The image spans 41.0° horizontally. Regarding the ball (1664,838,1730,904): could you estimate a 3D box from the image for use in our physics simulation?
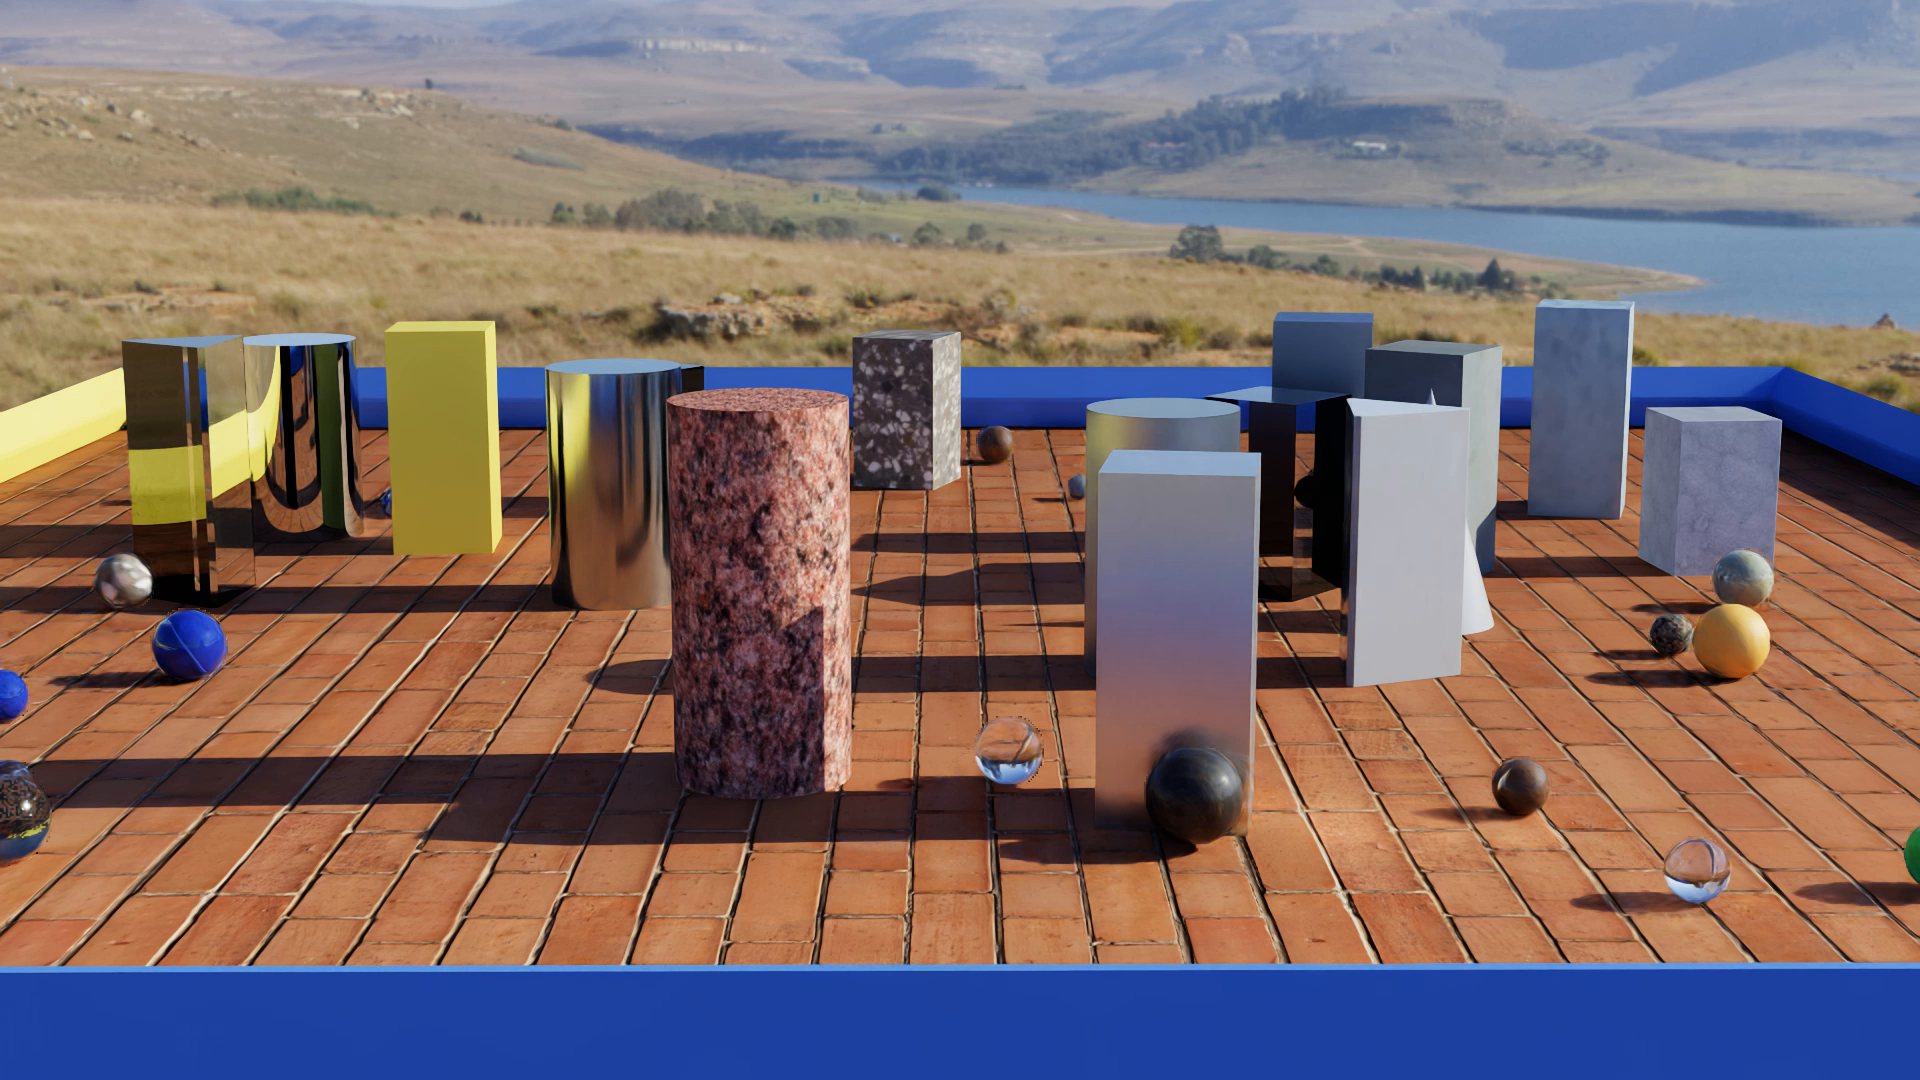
[{"bbox_3d":[0.645,0.289,2.243,0.056,0.056,0.056,0,11,0],"label":"ball"}]

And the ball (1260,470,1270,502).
[{"bbox_3d":[0.507,-0.089,4.272,0.053,0.053,0.053,0,11,0],"label":"ball"}]

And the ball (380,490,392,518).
[{"bbox_3d":[-0.907,-0.058,4.121,0.046,0.046,0.046,0,11,0],"label":"ball"}]

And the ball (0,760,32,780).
[{"bbox_3d":[-0.941,0.240,2.534,0.046,0.046,0.046,0,11,0],"label":"ball"}]

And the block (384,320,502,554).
[{"bbox_3d":[-0.776,-0.156,3.867,0.146,0.333,0.146,-1,11,-4],"label":"block"}]

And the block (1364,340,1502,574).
[{"bbox_3d":[0.671,-0.113,3.659,0.146,0.325,0.146,7,13,32],"label":"block"}]

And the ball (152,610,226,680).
[{"bbox_3d":[-0.915,0.125,3.045,0.084,0.084,0.084,0,11,0],"label":"ball"}]

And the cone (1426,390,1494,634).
[{"bbox_3d":[0.609,-0.045,3.344,0.182,0.307,0.182,0,11,0],"label":"cone"}]

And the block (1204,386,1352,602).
[{"bbox_3d":[0.439,-0.067,3.562,0.146,0.270,0.146,8,13,38],"label":"block"}]

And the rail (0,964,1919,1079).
[{"bbox_3d":[0.010,0.344,1.777,3.334,0.118,0.045,0,11,0],"label":"rail"}]

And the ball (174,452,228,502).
[{"bbox_3d":[-1.261,-0.104,4.265,0.085,0.085,0.085,0,11,0],"label":"ball"}]

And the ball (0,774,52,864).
[{"bbox_3d":[-0.877,0.255,2.352,0.083,0.083,0.083,0,11,0],"label":"ball"}]

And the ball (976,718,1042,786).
[{"bbox_3d":[0.050,0.215,2.607,0.069,0.069,0.069,0,11,0],"label":"ball"}]

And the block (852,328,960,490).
[{"bbox_3d":[-0.091,-0.229,4.459,0.146,0.258,0.146,4,11,18],"label":"block"}]

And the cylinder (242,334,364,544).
[{"bbox_3d":[-1.021,-0.160,3.970,0.182,0.302,0.182,0,11,0],"label":"cylinder"}]

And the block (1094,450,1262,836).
[{"bbox_3d":[0.212,0.096,2.487,0.146,0.346,0.146,2,11,8],"label":"block"}]

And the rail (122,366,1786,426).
[{"bbox_3d":[-0.010,-0.283,5.123,3.334,0.118,0.045,0,11,0],"label":"rail"}]

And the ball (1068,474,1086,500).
[{"bbox_3d":[0.201,-0.089,4.300,0.042,0.042,0.042,0,11,0],"label":"ball"}]

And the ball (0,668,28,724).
[{"bbox_3d":[-1.066,0.174,2.847,0.061,0.061,0.061,0,11,0],"label":"ball"}]

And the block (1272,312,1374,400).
[{"bbox_3d":[0.551,-0.169,3.909,0.146,0.342,0.146,2,11,9],"label":"block"}]

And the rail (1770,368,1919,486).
[{"bbox_3d":[1.643,0.029,3.459,0.045,0.118,3.451,0,11,0],"label":"rail"}]

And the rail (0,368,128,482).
[{"bbox_3d":[-1.643,0.032,3.441,0.045,0.118,3.451,0,11,0],"label":"rail"}]

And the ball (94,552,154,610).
[{"bbox_3d":[-1.121,0.055,3.441,0.075,0.075,0.075,0,11,0],"label":"ball"}]

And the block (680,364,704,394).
[{"bbox_3d":[-0.522,-0.169,4.216,0.146,0.231,0.146,8,13,35],"label":"block"}]

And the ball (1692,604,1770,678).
[{"bbox_3d":[0.918,0.120,3.053,0.089,0.089,0.089,0,11,0],"label":"ball"}]

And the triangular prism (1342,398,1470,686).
[{"bbox_3d":[0.501,-0.002,3.079,0.158,0.321,0.137,-5,12,-24],"label":"triangular prism"}]

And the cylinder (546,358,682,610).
[{"bbox_3d":[-0.468,-0.078,3.493,0.182,0.318,0.182,0,11,0],"label":"cylinder"}]

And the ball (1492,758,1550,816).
[{"bbox_3d":[0.547,0.241,2.503,0.056,0.056,0.056,0,11,0],"label":"ball"}]

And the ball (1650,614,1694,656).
[{"bbox_3d":[0.881,0.117,3.176,0.052,0.052,0.052,0,11,0],"label":"ball"}]

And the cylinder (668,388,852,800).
[{"bbox_3d":[-0.203,0.050,2.613,0.182,0.390,0.182,0,11,0],"label":"cylinder"}]

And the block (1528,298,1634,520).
[{"bbox_3d":[1.010,-0.215,4.173,0.146,0.337,0.146,3,11,17],"label":"block"}]

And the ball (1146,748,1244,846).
[{"bbox_3d":[0.218,0.239,2.391,0.091,0.091,0.091,0,11,0],"label":"ball"}]

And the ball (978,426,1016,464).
[{"bbox_3d":[0.066,-0.175,4.684,0.069,0.069,0.069,0,11,0],"label":"ball"}]

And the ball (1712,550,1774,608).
[{"bbox_3d":[1.051,0.053,3.442,0.079,0.079,0.079,0,11,0],"label":"ball"}]

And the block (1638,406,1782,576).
[{"bbox_3d":[1.085,-0.072,3.719,0.146,0.223,0.146,-1,11,-5],"label":"block"}]

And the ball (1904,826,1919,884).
[{"bbox_3d":[0.870,0.279,2.267,0.067,0.067,0.067,0,11,0],"label":"ball"}]

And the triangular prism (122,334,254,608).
[{"bbox_3d":[-1.029,-0.100,3.515,0.158,0.352,0.137,7,13,33],"label":"triangular prism"}]

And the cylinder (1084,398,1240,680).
[{"bbox_3d":[0.241,0.001,3.067,0.182,0.320,0.182,0,11,0],"label":"cylinder"}]
